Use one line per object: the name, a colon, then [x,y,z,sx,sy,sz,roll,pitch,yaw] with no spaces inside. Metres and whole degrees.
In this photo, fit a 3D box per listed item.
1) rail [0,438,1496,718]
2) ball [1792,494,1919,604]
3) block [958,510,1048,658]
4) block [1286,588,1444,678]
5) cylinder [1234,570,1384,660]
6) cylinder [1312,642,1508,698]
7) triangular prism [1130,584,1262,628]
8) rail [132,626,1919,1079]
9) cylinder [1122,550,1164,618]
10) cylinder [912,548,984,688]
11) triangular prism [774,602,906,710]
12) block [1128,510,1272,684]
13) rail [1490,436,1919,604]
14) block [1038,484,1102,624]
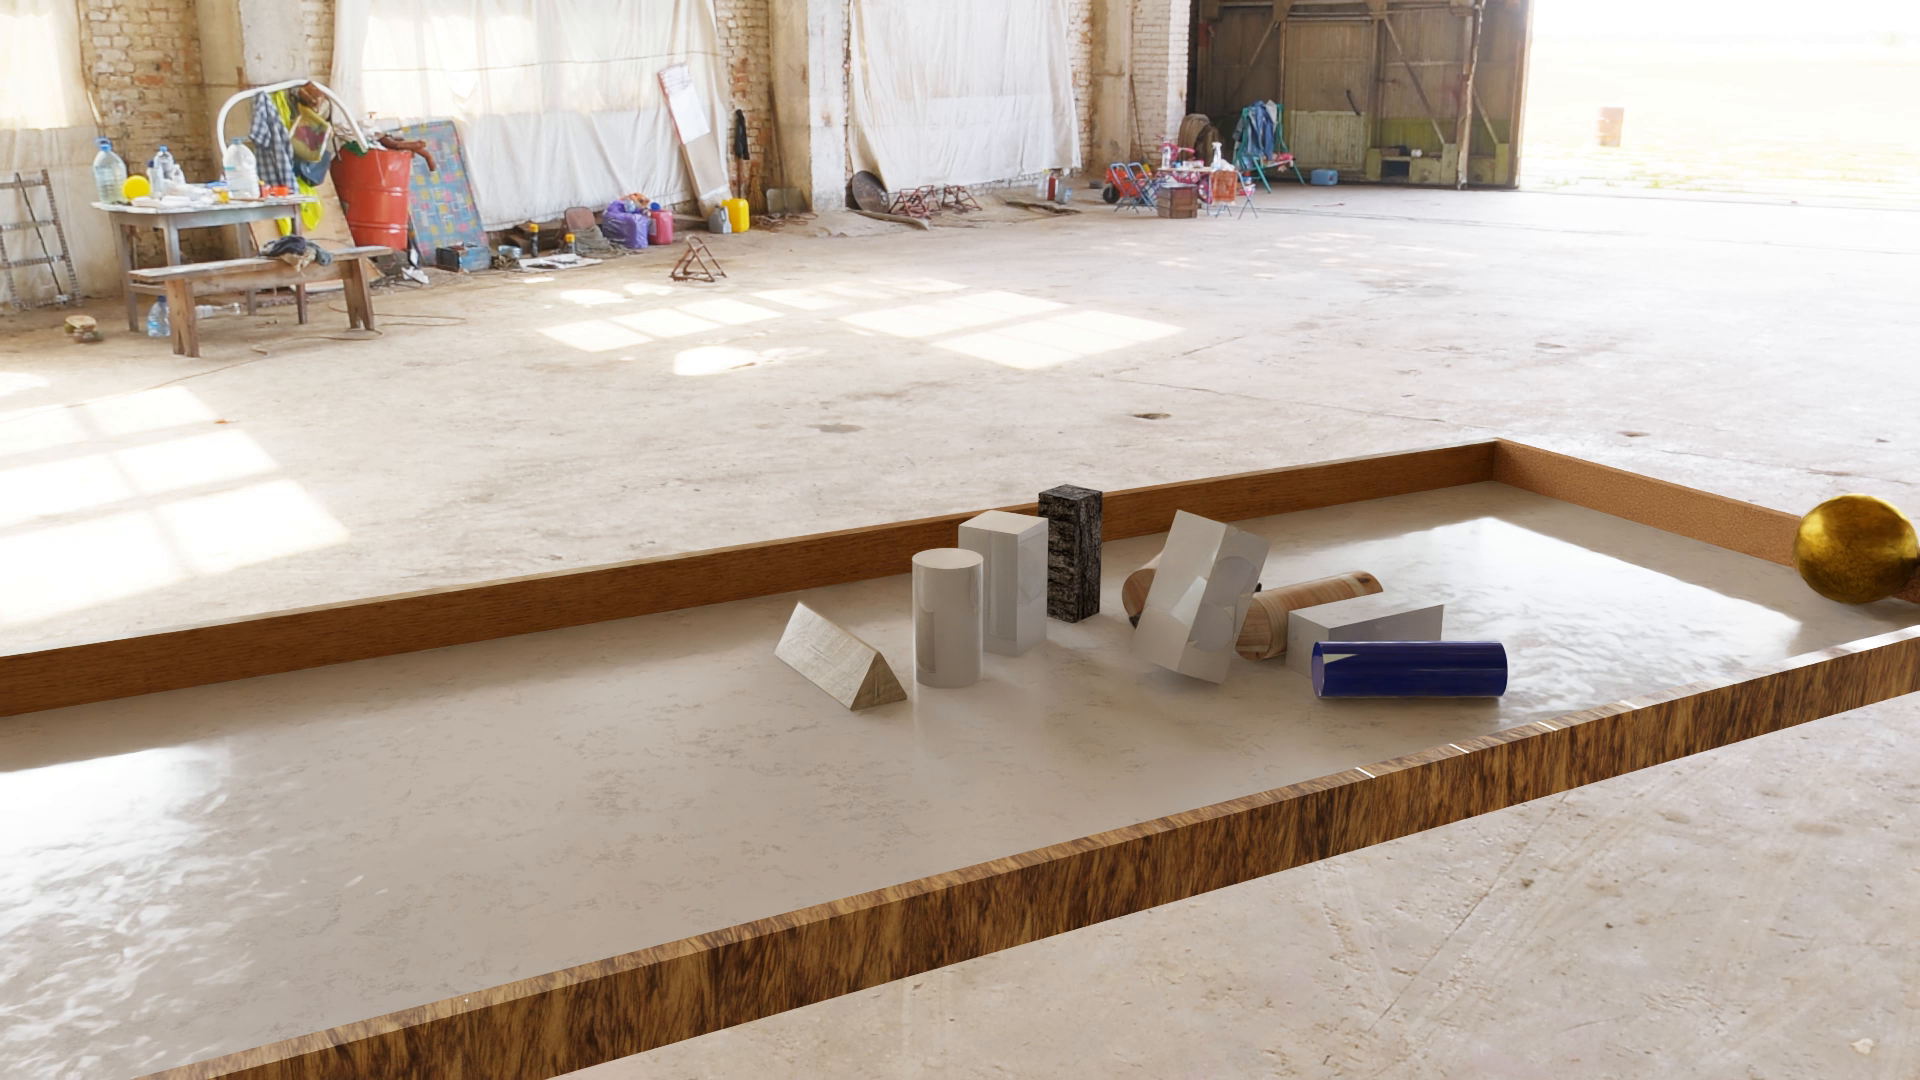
rail: [-3.305,0.497,3.399,12.000,0.150,0.050,-9,18,-27]
ball: [2.553,0.026,4.703,0.317,0.317,0.317,0,16,0]
block: [0.115,0.114,4.372,0.174,0.336,0.174,9,19,28]
block: [1.044,0.246,4.251,0.388,0.151,0.151,-9,19,-28]
cylinder: [0.921,0.198,4.378,0.413,0.172,0.172,-10,19,-31]
cylinder: [1.096,0.316,4.034,0.443,0.137,0.137,0,16,-1]
triangular prism: [0.649,0.188,4.406,0.388,0.114,0.132,-13,61,-38]
rail: [-2.336,1.006,1.665,12.000,0.150,0.050,-9,18,-27]
cylinder: [0.609,0.110,4.686,0.167,0.167,0.394,8,18,25]
cylinder: [-0.031,0.195,4.139,0.177,0.312,0.177,0,16,0]
triangular prism: [-0.307,0.279,4.153,0.156,0.135,0.440,-9,19,-29]
block: [0.601,0.142,4.130,0.175,0.379,0.175,17,2,-39]
rail: [2.466,-0.048,5.253,0.050,0.150,2.100,-9,18,-27]
block: [0.305,0.037,4.603,0.127,0.353,0.127,13,21,38]
